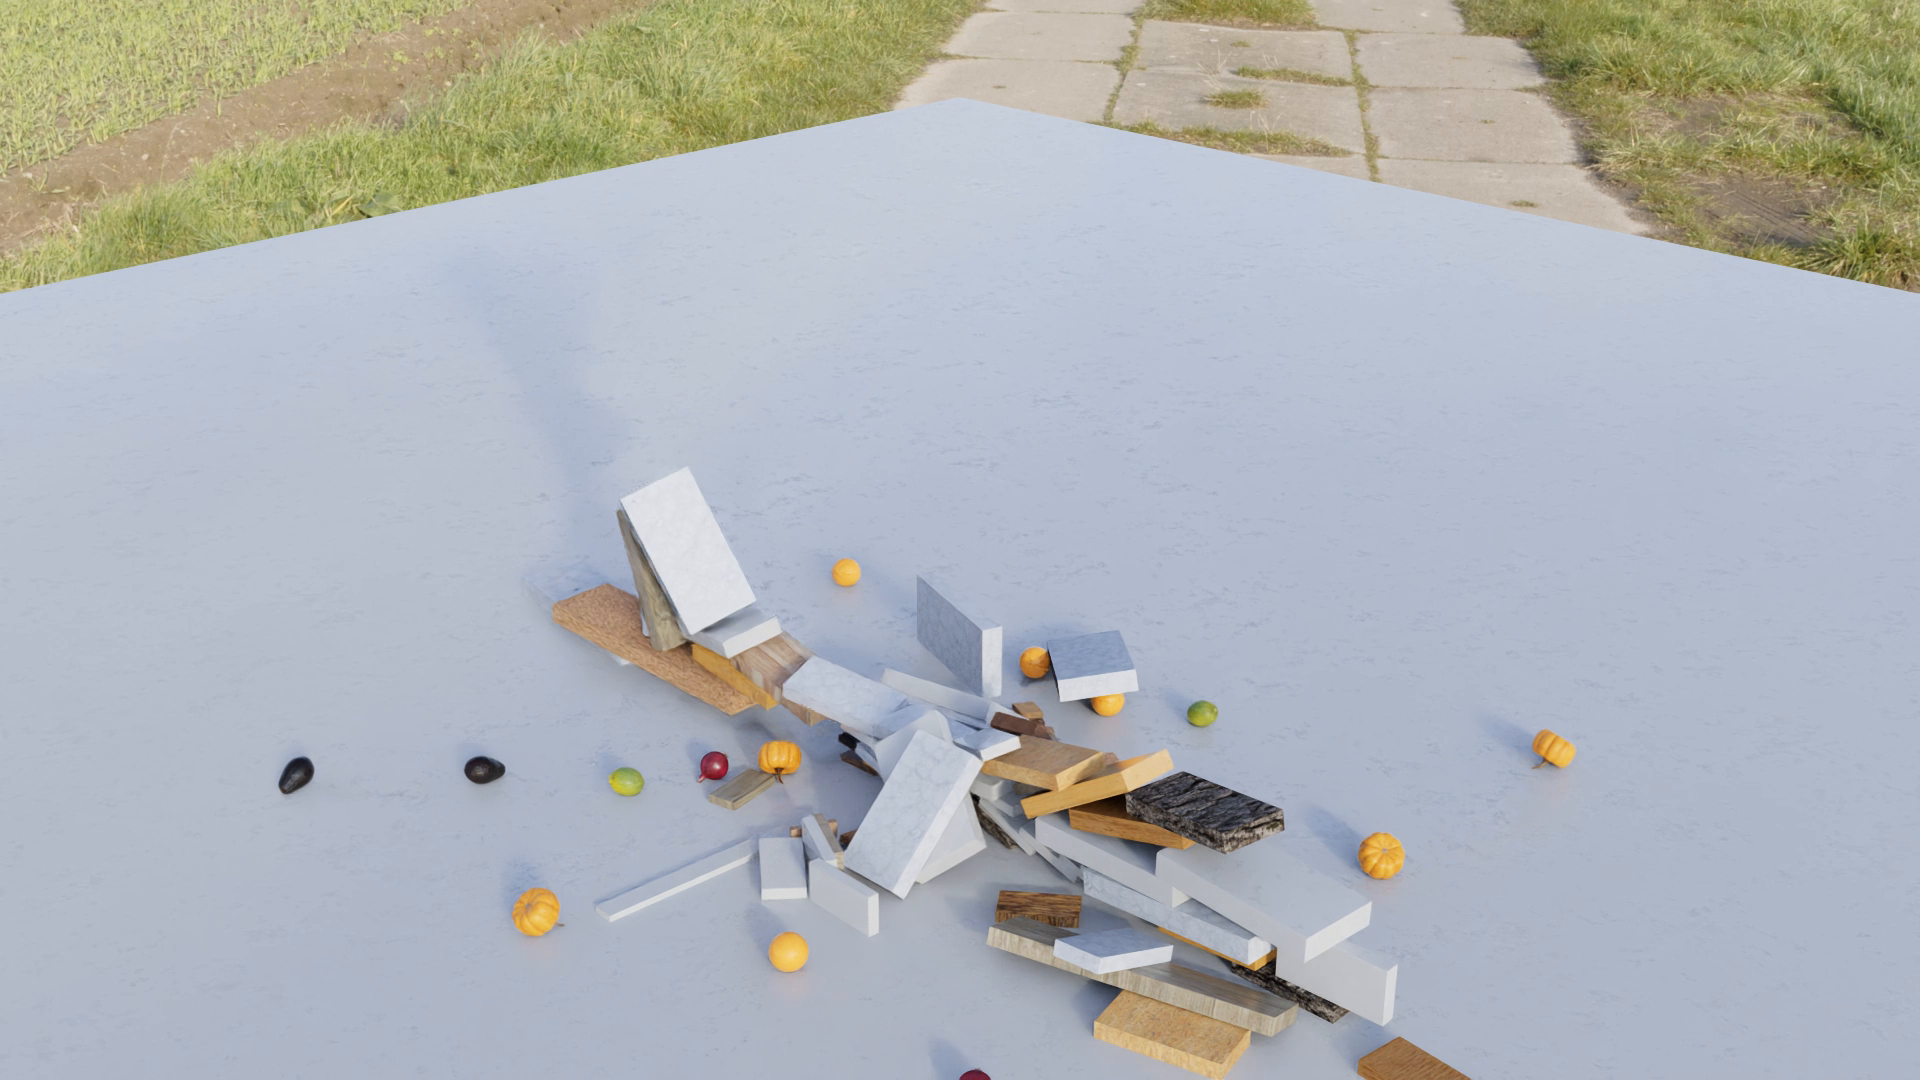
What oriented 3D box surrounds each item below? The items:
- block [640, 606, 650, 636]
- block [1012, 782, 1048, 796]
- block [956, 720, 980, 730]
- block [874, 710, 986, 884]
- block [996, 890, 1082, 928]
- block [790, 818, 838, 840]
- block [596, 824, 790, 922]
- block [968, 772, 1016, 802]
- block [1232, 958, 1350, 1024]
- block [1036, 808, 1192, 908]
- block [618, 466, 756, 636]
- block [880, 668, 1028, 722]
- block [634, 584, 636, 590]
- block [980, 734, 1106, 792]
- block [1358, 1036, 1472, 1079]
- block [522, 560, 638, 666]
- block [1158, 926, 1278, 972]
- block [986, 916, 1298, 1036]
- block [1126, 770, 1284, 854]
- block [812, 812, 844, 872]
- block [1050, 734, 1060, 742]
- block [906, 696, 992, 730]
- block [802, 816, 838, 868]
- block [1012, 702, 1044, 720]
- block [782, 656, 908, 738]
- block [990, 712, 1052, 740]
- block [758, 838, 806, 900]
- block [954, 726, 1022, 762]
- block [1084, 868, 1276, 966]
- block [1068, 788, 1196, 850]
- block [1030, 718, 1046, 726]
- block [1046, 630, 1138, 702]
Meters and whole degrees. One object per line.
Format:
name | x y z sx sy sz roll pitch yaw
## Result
block | -0.692 0.149 5.001 0.066 0.131 0.019 -18 29 -34
block | 0.175 0.462 4.252 0.081 0.023 0.161 -21 -2 -29
block | -0.056 0.424 4.583 0.239 0.119 0.034 13 26 40
block | -0.061 0.496 4.276 0.150 0.043 0.317 -32 48 15
block | 0.147 0.690 4.107 0.155 0.022 0.077 3 23 7
block | -0.288 0.581 4.332 0.094 0.047 0.013 -8 24 -19
block | -0.498 0.638 4.240 0.454 0.013 0.047 -20 30 -38
block | 0.009 0.445 4.413 0.259 0.034 0.119 19 30 39
block | 0.603 0.775 3.895 0.221 0.031 0.110 21 31 40
block | 0.325 0.570 4.103 0.173 0.049 0.347 -20 29 -39
block | -0.594 0.024 4.786 0.164 0.329 0.047 -28 3 -17
block | -0.012 0.348 4.686 0.301 0.043 0.150 14 -10 39
block | -0.690 0.080 4.999 0.104 0.052 0.015 -19 62 -31
block | 0.153 0.424 4.200 0.118 0.034 0.237 -22 17 -34
block | 0.767 0.895 3.615 0.103 0.029 0.206 -18 29 -36
block | -0.862 0.171 5.296 0.171 0.048 0.492 -17 28 -34
block | 0.480 0.708 3.983 0.220 0.031 0.110 16 27 42
block | 0.317 0.763 3.872 0.550 0.034 0.118 13 7 28
block | 0.434 0.484 3.925 0.137 0.039 0.274 -16 18 -31
block | -0.256 0.599 4.249 0.022 0.077 0.155 -7 24 -17
block | 0.166 0.422 4.483 0.075 0.149 0.021 25 70 12
block | -0.058 0.406 4.629 0.330 0.117 0.033 14 27 38
block | -0.269 0.609 4.218 0.024 0.085 0.169 -7 24 -17
block | 0.149 0.375 4.835 0.047 0.013 0.094 -5 11 -11
block | -0.241 0.326 4.592 0.235 0.033 0.117 22 40 23
block | 0.155 0.423 4.421 0.108 0.215 0.030 12 64 39
block | -0.342 0.630 4.227 0.085 0.024 0.169 -1 26 -7
block | 0.051 0.397 4.281 0.081 0.023 0.161 -19 8 -18
block | 0.429 0.654 4.020 0.173 0.049 0.392 -21 26 -40
block | 0.348 0.509 4.056 0.137 0.039 0.275 -21 17 -41
block | 0.135 0.401 4.799 0.095 0.013 0.047 -5 23 -11
block | 0.293 0.280 4.931 0.171 0.048 0.342 -8 12 0
